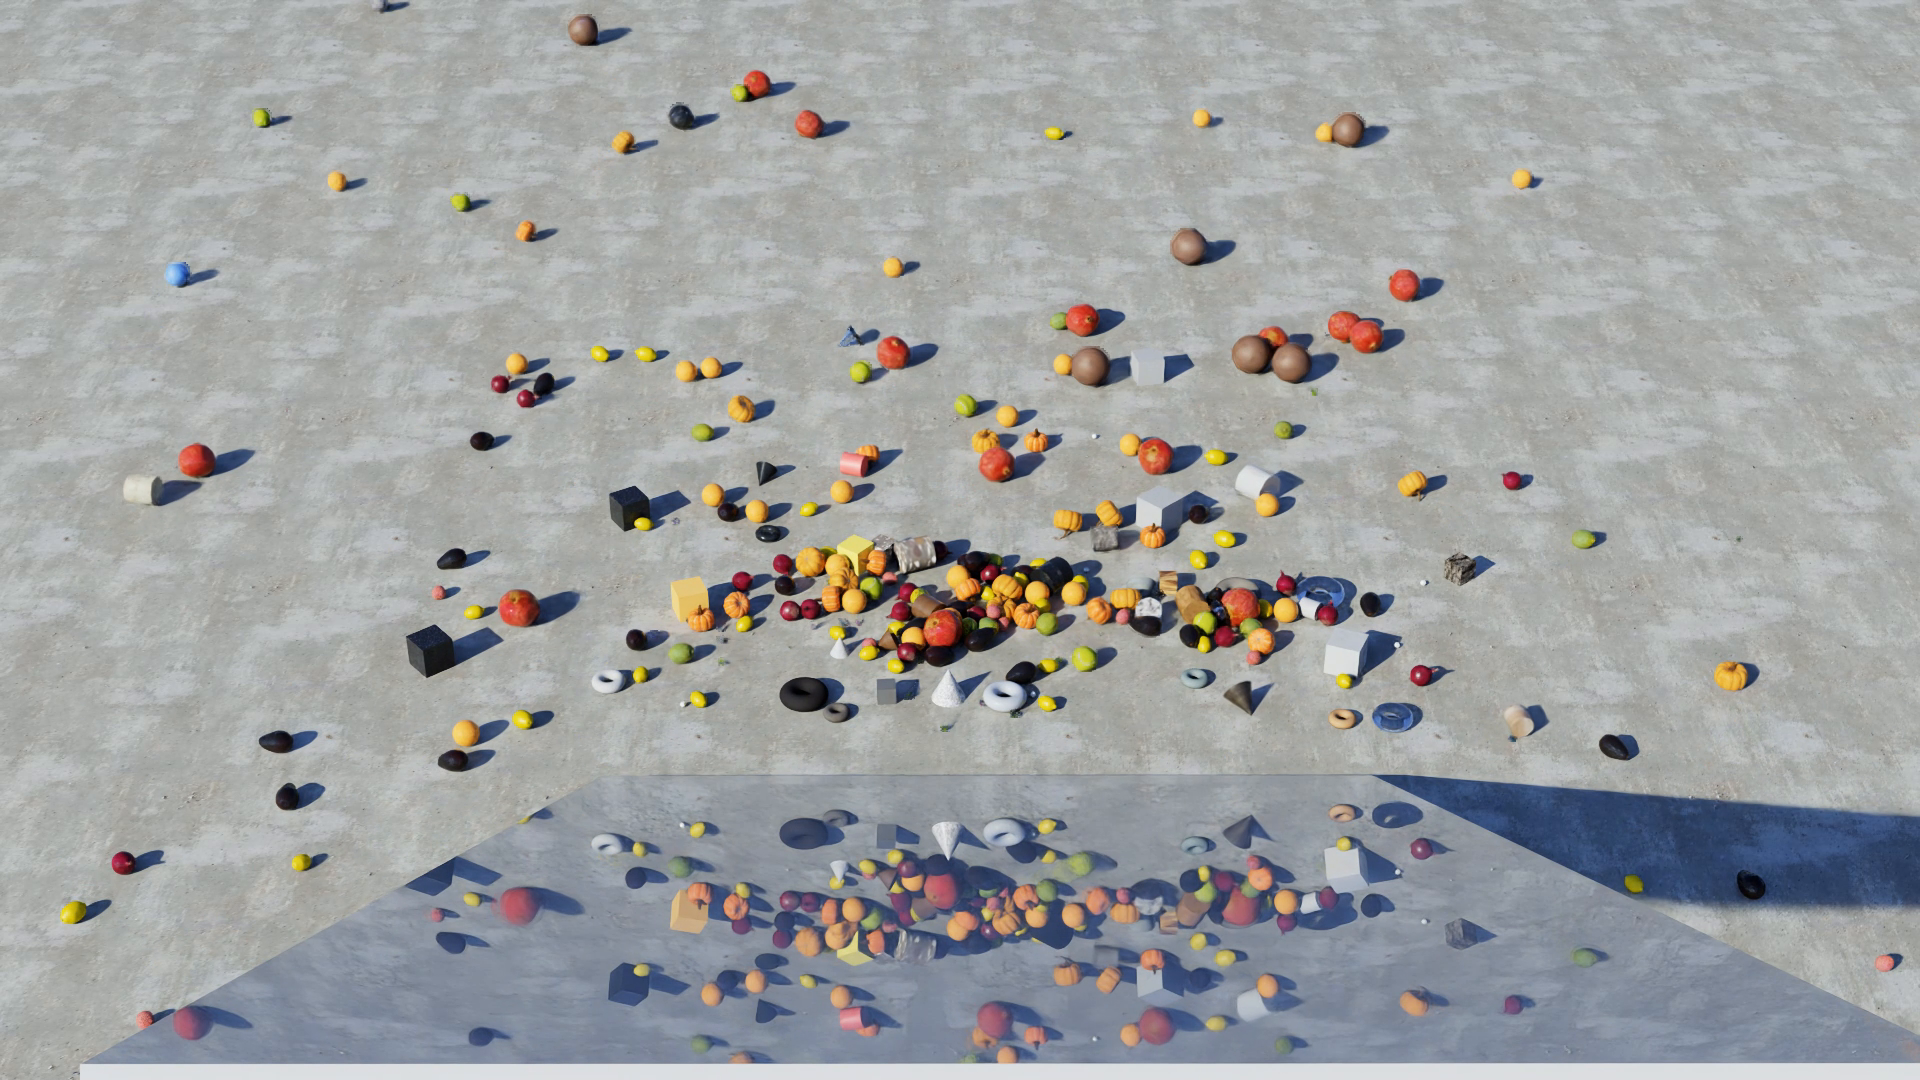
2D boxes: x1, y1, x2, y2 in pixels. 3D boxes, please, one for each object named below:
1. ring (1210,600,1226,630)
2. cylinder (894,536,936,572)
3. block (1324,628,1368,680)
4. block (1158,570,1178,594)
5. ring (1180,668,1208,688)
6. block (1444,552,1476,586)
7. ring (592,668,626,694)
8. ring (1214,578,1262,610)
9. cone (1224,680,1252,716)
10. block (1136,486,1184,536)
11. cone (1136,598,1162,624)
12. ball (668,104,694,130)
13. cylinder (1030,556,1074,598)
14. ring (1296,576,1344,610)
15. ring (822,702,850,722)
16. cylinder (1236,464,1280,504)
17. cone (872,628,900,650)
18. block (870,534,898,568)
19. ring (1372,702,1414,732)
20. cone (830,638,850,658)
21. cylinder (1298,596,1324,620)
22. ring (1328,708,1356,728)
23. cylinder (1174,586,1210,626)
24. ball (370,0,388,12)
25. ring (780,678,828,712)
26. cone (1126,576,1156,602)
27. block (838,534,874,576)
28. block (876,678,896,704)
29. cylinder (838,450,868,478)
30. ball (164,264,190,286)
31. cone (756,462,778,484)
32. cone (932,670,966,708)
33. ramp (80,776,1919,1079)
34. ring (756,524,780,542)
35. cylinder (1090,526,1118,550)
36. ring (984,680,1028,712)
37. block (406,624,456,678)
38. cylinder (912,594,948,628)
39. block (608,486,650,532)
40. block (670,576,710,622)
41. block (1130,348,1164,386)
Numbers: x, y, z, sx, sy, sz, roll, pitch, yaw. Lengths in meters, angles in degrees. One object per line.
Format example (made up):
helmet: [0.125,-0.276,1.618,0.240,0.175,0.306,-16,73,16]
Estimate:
ring: [0.741,0.215,7.438,0.029,0.087,0.087,-17,35,-9]
cylinder: [-0.134,0.042,7.698,0.095,0.095,0.095,-10,33,-27]
block: [1.082,0.318,7.261,0.095,0.095,0.095,13,35,20]
block: [0.610,0.126,7.607,0.051,0.051,0.051,0,32,0]
ring: [0.654,0.385,7.220,0.080,0.027,0.080,1,32,0]
block: [1.476,0.086,7.657,0.064,0.064,0.064,-24,39,-33]
ring: [-0.976,0.392,7.204,0.094,0.031,0.094,0,34,0]
ring: [0.809,0.157,7.561,0.139,0.046,0.139,1,33,-1]
cone: [0.780,0.447,7.111,0.086,0.086,0.086,-16,62,-23]
block: [0.608,-0.089,7.899,0.100,0.100,0.100,28,42,37]
cone: [0.543,0.200,7.504,0.077,0.077,0.077,0,6,-1]
ball: [-1.126,-1.705,10.451,0.099,0.099,0.099,0,32,0]
cylinder: [0.268,0.109,7.595,0.092,0.092,0.092,25,40,34]
ring: [1.051,0.154,7.565,0.143,0.048,0.143,-1,33,1]
ring: [-0.337,0.472,7.085,0.075,0.025,0.075,-1,32,1]
cylinder: [0.923,-0.172,8.034,0.097,0.097,0.097,-27,41,-36]
cone: [-0.217,0.295,7.356,0.072,0.072,0.072,-27,32,8]
block: [-0.231,0.033,7.739,0.065,0.065,0.065,21,38,29]
ring: [1.177,0.483,7.057,0.113,0.038,0.113,-1,33,1]
cone: [-0.339,0.296,7.332,0.057,0.057,0.057,0,32,0]
cylinder: [1.012,0.198,7.488,0.055,0.055,0.055,20,38,29]
ring: [1.042,0.487,7.060,0.077,0.026,0.077,0,31,0]
cylinder: [0.671,0.188,7.478,0.084,0.084,0.084,-6,33,-10]
ball: [-2.590,-2.394,11.554,0.081,0.081,0.081,0,32,0]
ring: [-0.430,0.425,7.140,0.136,0.045,0.136,0,31,0]
cone: [0.529,0.166,7.553,0.087,0.087,0.087,-1,59,-1]
block: [-0.310,0.045,7.710,0.077,0.077,0.077,22,39,31]
block: [-0.203,0.418,7.145,0.051,0.051,0.051,-2,32,-4]
cylinder: [-0.334,-0.238,8.164,0.069,0.069,0.069,27,39,14]
ball: [-2.801,-0.949,9.271,0.083,0.083,0.083,0,32,0]
cone: [-0.618,-0.198,8.135,0.071,0.071,0.071,10,60,15]
cone: [-0.031,0.394,7.141,0.096,0.096,0.096,0,32,0]
ramp: [0.072,0.632,4.731,2.000,0.100,4.000,0,-1,0]
ring: [-0.582,-0.019,7.859,0.079,0.026,0.079,1,32,-1]
cylinder: [0.433,-0.004,7.794,0.069,0.069,0.069,-4,33,-6]
ring: [0.124,0.430,7.136,0.122,0.041,0.122,1,32,-1]
block: [-1.485,0.312,7.273,0.093,0.093,0.093,-24,40,-33]
cylinder: [-0.086,0.203,7.461,0.076,0.076,0.076,-26,41,-35]
block: [-1.009,-0.096,7.920,0.090,0.090,0.090,-19,37,-28]
block: [-0.781,0.172,7.499,0.087,0.087,0.087,-11,34,-17]
block: [0.628,-0.580,8.684,0.090,0.090,0.090,-7,33,-11]
